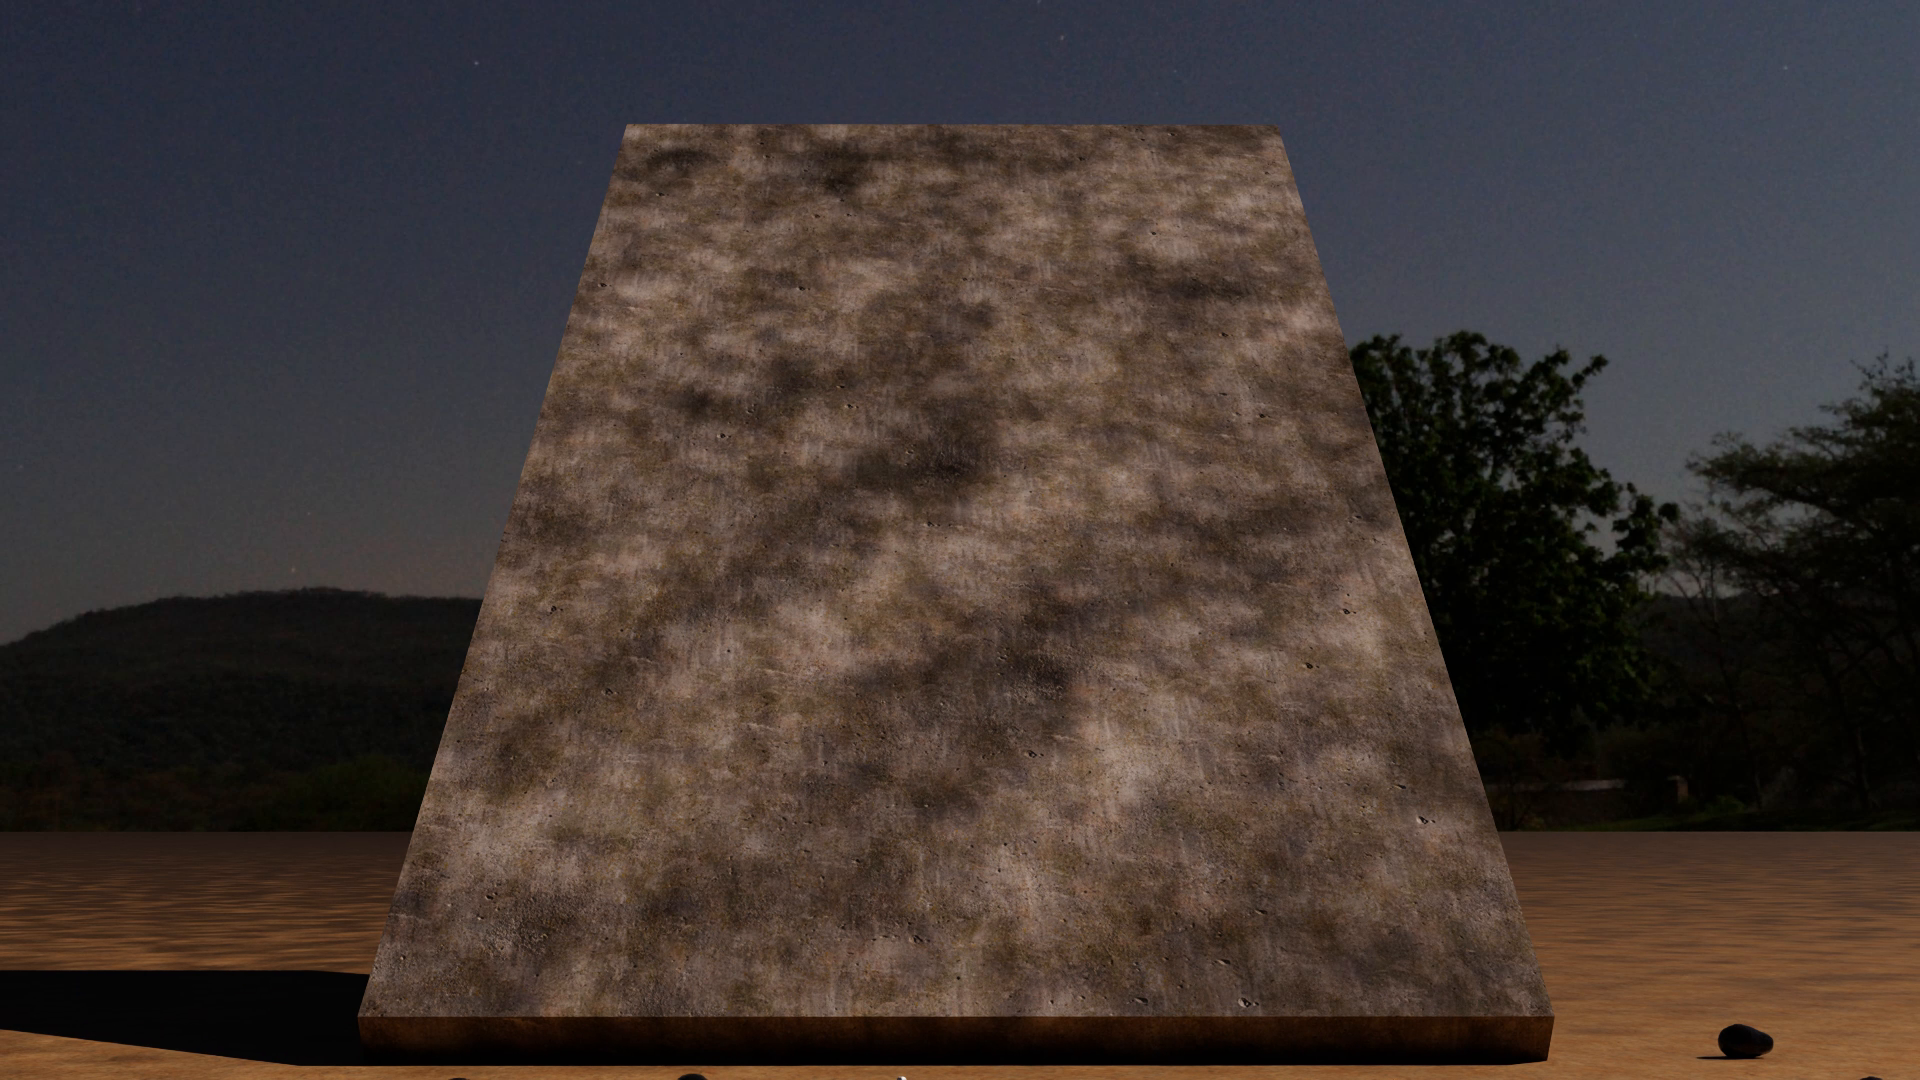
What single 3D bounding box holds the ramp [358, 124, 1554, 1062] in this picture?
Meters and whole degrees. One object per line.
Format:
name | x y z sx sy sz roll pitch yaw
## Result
ramp | -0.014 -0.198 5.801 2.000 0.100 4.000 0 31 0
